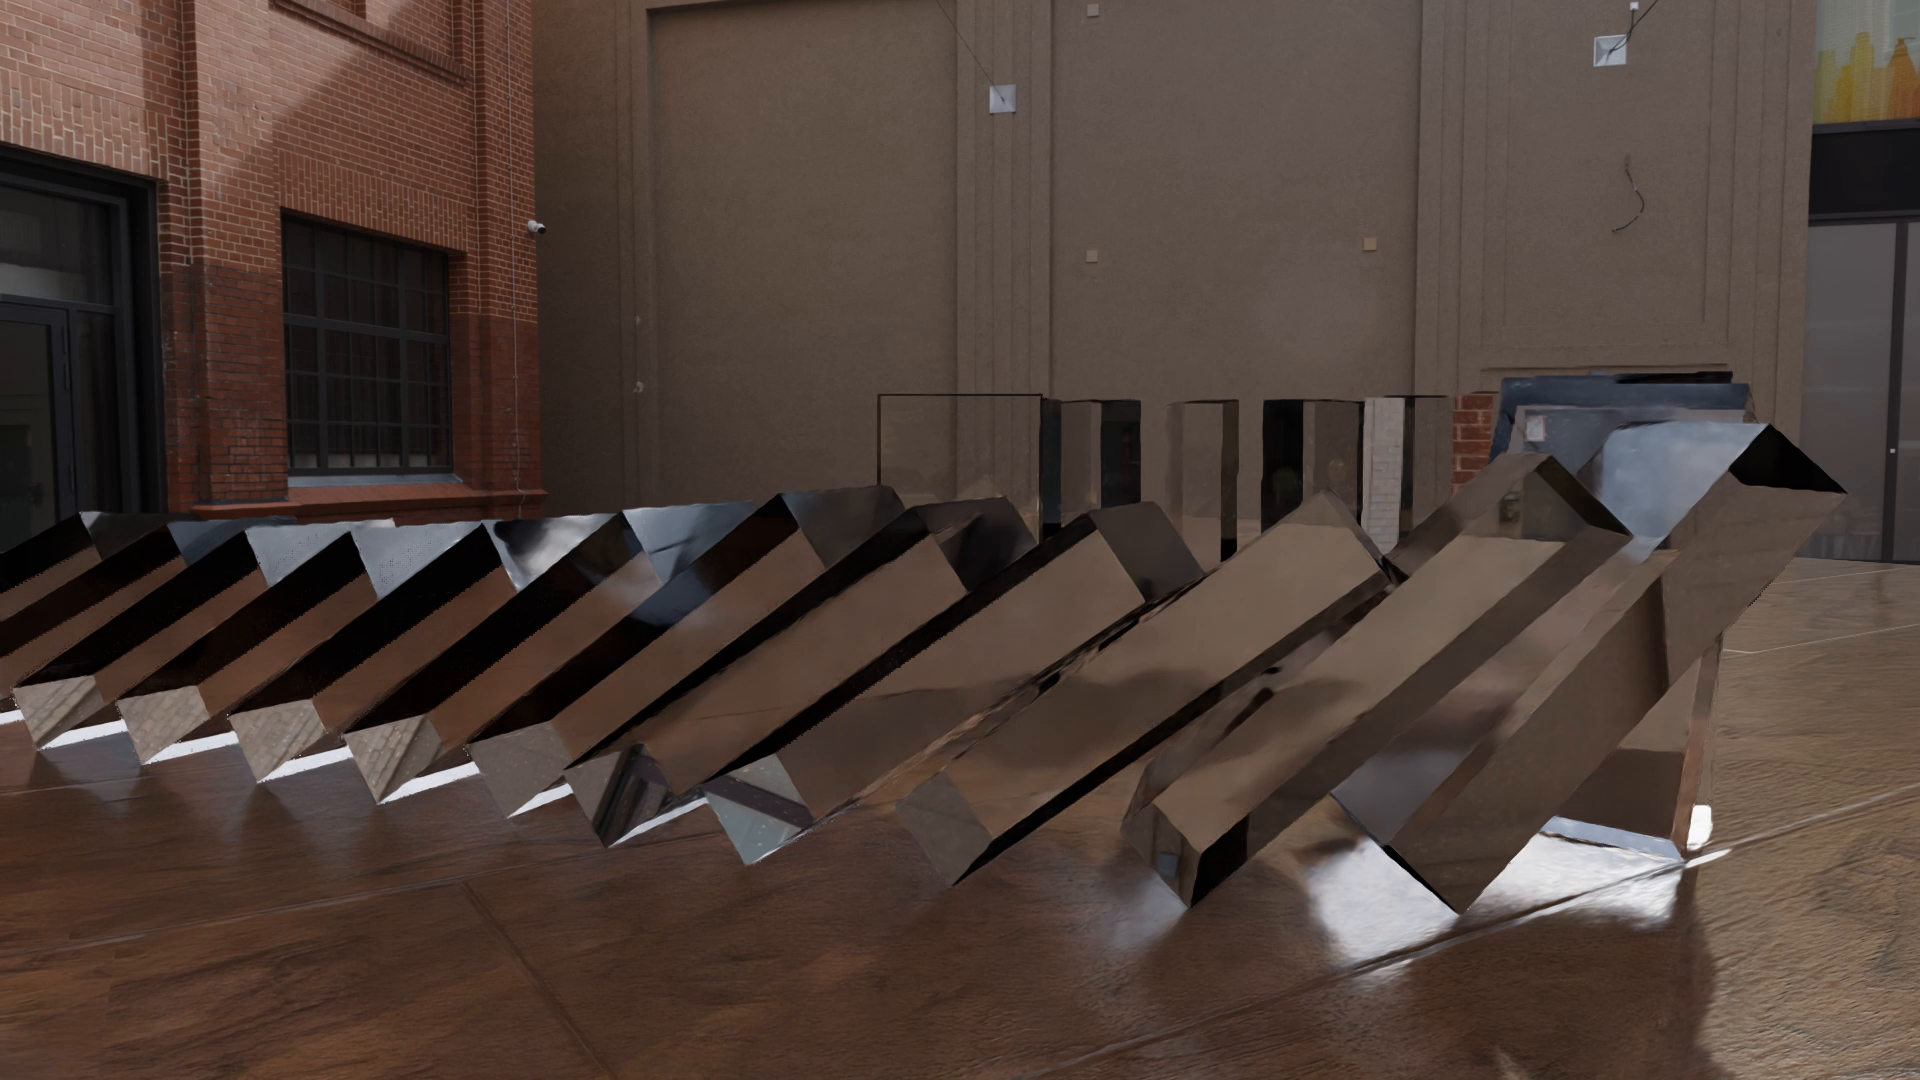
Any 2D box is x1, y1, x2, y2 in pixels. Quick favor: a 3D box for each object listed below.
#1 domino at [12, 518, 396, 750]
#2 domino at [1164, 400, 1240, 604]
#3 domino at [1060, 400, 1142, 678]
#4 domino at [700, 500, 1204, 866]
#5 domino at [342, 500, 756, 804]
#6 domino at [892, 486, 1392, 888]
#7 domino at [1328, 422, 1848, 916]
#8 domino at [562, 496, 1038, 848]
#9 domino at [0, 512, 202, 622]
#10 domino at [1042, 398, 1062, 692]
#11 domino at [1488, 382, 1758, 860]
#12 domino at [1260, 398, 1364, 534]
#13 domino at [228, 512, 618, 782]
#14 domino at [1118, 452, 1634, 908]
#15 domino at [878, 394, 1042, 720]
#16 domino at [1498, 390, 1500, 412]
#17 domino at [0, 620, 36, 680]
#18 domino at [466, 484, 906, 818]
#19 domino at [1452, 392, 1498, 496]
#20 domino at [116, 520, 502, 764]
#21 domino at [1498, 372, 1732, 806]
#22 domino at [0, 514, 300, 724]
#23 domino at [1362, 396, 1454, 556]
[{"bbox_3d":[-0.105,0.013,0.182,0.050,0.010,0.025,-28,-5,19],"label":"domino"},{"bbox_3d":[0.044,0.000,0.237,0.009,0.050,0.025,0,4,2],"label":"domino"},{"bbox_3d":[0.023,0.000,0.233,0.010,0.050,0.025,-2,5,-20],"label":"domino"},{"bbox_3d":[0.000,0.014,0.133,0.050,0.010,0.025,-36,-10,21],"label":"domino"},{"bbox_3d":[-0.047,0.013,0.154,0.050,0.010,0.025,-35,-10,22],"label":"domino"},{"bbox_3d":[0.019,0.014,0.129,0.050,0.009,0.025,-38,-7,16],"label":"domino"},{"bbox_3d":[0.058,0.011,0.126,0.009,0.050,0.025,40,5,-3],"label":"domino"},{"bbox_3d":[-0.016,0.014,0.138,0.050,0.009,0.025,-36,-10,21],"label":"domino"},{"bbox_3d":[-0.144,0.011,0.197,0.050,0.009,0.025,-27,-2,5],"label":"domino"},{"bbox_3d":[0.004,0.001,0.222,0.025,0.050,0.010,3,5,33],"label":"domino"},{"bbox_3d":[0.070,0.007,0.142,0.025,0.050,0.010,6,-20,39],"label":"domino"},{"bbox_3d":[0.064,0.000,0.229,0.009,0.050,0.025,4,6,40],"label":"domino"},{"bbox_3d":[-0.066,0.013,0.164,0.050,0.010,0.025,-31,-9,22],"label":"domino"},{"bbox_3d":[0.038,0.012,0.124,0.050,0.009,0.025,-44,-7,13],"label":"domino"},{"bbox_3d":[0.000,0.002,0.201,0.025,0.050,0.010,0,4,0],"label":"domino"},{"bbox_3d":[0.085,0.005,0.172,0.025,0.050,0.010,2,3,22],"label":"domino"},{"bbox_3d":[-0.186,0.022,0.215,0.025,0.009,0.050,0,4,2],"label":"domino"},{"bbox_3d":[-0.029,0.012,0.145,0.050,0.010,0.025,-36,-10,21],"label":"domino"},{"bbox_3d":[0.088,0.003,0.193,0.025,0.050,0.009,-1,4,-11],"label":"domino"},{"bbox_3d":[-0.086,0.013,0.173,0.050,0.010,0.025,-29,-8,23],"label":"domino"},{"bbox_3d":[0.078,0.005,0.156,0.025,0.050,0.009,3,-8,32],"label":"domino"},{"bbox_3d":[-0.125,0.012,0.192,0.050,0.010,0.025,-27,-2,11],"label":"domino"},{"bbox_3d":[0.078,0.002,0.212,0.025,0.050,0.009,-3,5,-34],"label":"domino"}]
